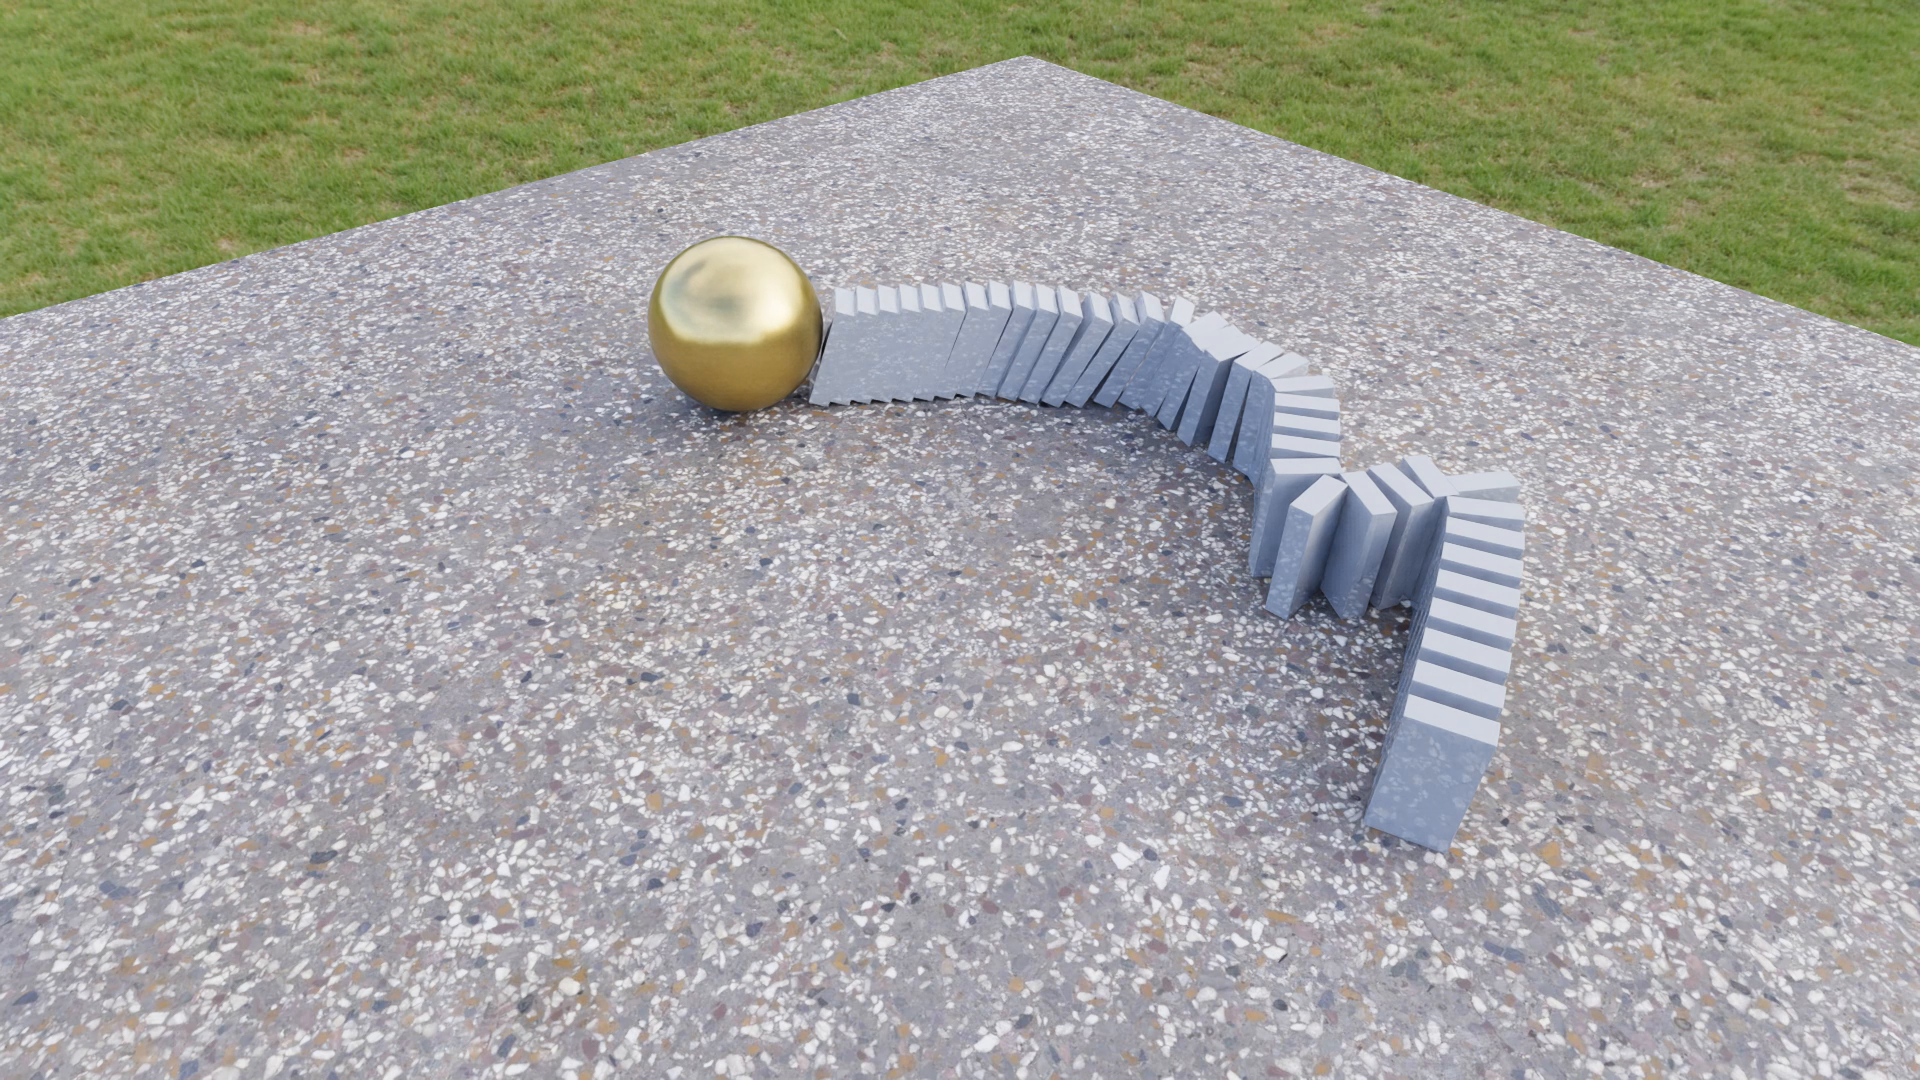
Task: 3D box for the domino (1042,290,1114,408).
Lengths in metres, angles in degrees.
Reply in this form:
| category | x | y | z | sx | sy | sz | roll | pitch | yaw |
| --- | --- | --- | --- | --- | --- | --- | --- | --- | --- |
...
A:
| category | x | y | z | sx | sy | sz | roll | pitch | yaw |
| --- | --- | --- | --- | --- | --- | --- | --- | --- | --- |
| domino | 0.054 | -0.090 | 0.523 | 0.010 | 0.050 | 0.025 | 20 | 36 | -18 |

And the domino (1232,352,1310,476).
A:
| category | x | y | z | sx | sy | sz | roll | pitch | yaw |
| --- | --- | --- | --- | --- | --- | --- | --- | --- | --- |
| domino | 0.135 | -0.054 | 0.478 | 0.025 | 0.050 | 0.009 | -26 | 47 | -28 |

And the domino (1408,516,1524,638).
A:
| category | x | y | z | sx | sy | sz | roll | pitch | yaw |
| --- | --- | --- | --- | --- | --- | --- | --- | --- | --- |
| domino | 0.179 | 0.017 | 0.391 | 0.025 | 0.050 | 0.009 | 15 | 42 | 17 |

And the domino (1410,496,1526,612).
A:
| category | x | y | z | sx | sy | sz | roll | pitch | yaw |
| --- | --- | --- | --- | --- | --- | --- | --- | --- | --- |
| domino | 0.184 | 0.008 | 0.402 | 0.025 | 0.050 | 0.009 | 7 | 40 | 9 |

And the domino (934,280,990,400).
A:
| category | x | y | z | sx | sy | sz | roll | pitch | yaw |
| --- | --- | --- | --- | --- | --- | --- | --- | --- | --- |
| domino | -0.001 | -0.095 | 0.528 | 0.009 | 0.050 | 0.025 | 12 | 36 | -17 |

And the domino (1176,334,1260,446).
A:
| category | x | y | z | sx | sy | sz | roll | pitch | yaw |
| --- | --- | --- | --- | --- | --- | --- | --- | --- | --- |
| domino | 0.115 | -0.066 | 0.492 | 0.025 | 0.050 | 0.010 | -22 | 55 | -25 |

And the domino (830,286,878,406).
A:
| category | x | y | z | sx | sy | sz | roll | pitch | yaw |
| --- | --- | --- | --- | --- | --- | --- | --- | --- | --- |
| domino | -0.051 | -0.092 | 0.524 | 0.010 | 0.050 | 0.025 | 12 | 37 | -16 |

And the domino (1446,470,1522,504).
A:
| category | x | y | z | sx | sy | sz | roll | pitch | yaw |
| --- | --- | --- | --- | --- | --- | --- | --- | --- | --- |
| domino | 0.190 | -0.002 | 0.414 | 0.025 | 0.050 | 0.009 | -5 | 40 | -6 |

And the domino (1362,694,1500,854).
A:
| category | x | y | z | sx | sy | sz | roll | pitch | yaw |
| --- | --- | --- | --- | --- | --- | --- | --- | --- | --- |
| domino | 0.139 | 0.070 | 0.326 | 0.025 | 0.050 | 0.009 | 17 | 42 | 20 |

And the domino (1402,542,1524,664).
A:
| category | x | y | z | sx | sy | sz | roll | pitch | yaw |
| --- | --- | --- | --- | --- | --- | --- | --- | --- | --- |
| domino | 0.173 | 0.026 | 0.380 | 0.025 | 0.050 | 0.009 | 16 | 42 | 19 |

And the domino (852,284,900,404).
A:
| category | x | y | z | sx | sy | sz | roll | pitch | yaw |
| --- | --- | --- | --- | --- | --- | --- | --- | --- | --- |
| domino | -0.041 | -0.093 | 0.525 | 0.009 | 0.050 | 0.025 | 12 | 37 | -16 |

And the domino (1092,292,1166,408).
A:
| category | x | y | z | sx | sy | sz | roll | pitch | yaw |
| --- | --- | --- | --- | --- | --- | --- | --- | --- | --- |
| domino | 0.079 | -0.090 | 0.522 | 0.010 | 0.050 | 0.025 | 20 | 37 | -15 |

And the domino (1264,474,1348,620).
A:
| category | x | y | z | sx | sy | sz | roll | pitch | yaw |
| --- | --- | --- | --- | --- | --- | --- | --- | --- | --- |
| domino | 0.128 | 0.003 | 0.408 | 0.010 | 0.050 | 0.025 | 30 | 48 | 32 |

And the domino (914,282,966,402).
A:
| category | x | y | z | sx | sy | sz | roll | pitch | yaw |
| --- | --- | --- | --- | --- | --- | --- | --- | --- | --- |
| domino | -0.011 | -0.095 | 0.527 | 0.009 | 0.050 | 0.025 | 12 | 37 | -16 |

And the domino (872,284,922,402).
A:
| category | x | y | z | sx | sy | sz | roll | pitch | yaw |
| --- | --- | --- | --- | --- | --- | --- | --- | --- | --- |
| domino | -0.031 | -0.094 | 0.526 | 0.009 | 0.050 | 0.025 | 12 | 37 | -16 |

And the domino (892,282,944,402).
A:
| category | x | y | z | sx | sy | sz | roll | pitch | yaw |
| --- | --- | --- | --- | --- | --- | --- | --- | --- | --- |
| domino | -0.021 | -0.094 | 0.526 | 0.009 | 0.050 | 0.025 | 12 | 37 | -16 |

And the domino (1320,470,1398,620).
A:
| category | x | y | z | sx | sy | sz | roll | pitch | yaw |
| --- | --- | --- | --- | --- | --- | --- | --- | --- | --- |
| domino | 0.146 | 0.002 | 0.409 | 0.009 | 0.050 | 0.025 | -7 | 40 | -9 |

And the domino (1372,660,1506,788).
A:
| category | x | y | z | sx | sy | sz | roll | pitch | yaw |
| --- | --- | --- | --- | --- | --- | --- | --- | --- | --- |
| domino | 0.146 | 0.061 | 0.337 | 0.025 | 0.050 | 0.009 | 18 | 43 | 20 |

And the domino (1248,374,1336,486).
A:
| category | x | y | z | sx | sy | sz | roll | pitch | yaw |
| --- | --- | --- | --- | --- | --- | --- | --- | --- | --- |
| domino | 0.140 | -0.045 | 0.466 | 0.025 | 0.050 | 0.009 | -5 | 41 | -6 |

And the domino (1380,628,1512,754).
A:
| category | x | y | z | sx | sy | sz | roll | pitch | yaw |
| --- | --- | --- | --- | --- | --- | --- | --- | --- | --- |
| domino | 0.153 | 0.052 | 0.347 | 0.025 | 0.050 | 0.009 | 18 | 43 | 20 |

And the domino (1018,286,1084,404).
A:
| category | x | y | z | sx | sy | sz | roll | pitch | yaw |
| --- | --- | --- | --- | --- | --- | --- | --- | --- | --- |
| domino | 0.042 | -0.093 | 0.525 | 0.009 | 0.050 | 0.025 | 17 | 37 | -15 |

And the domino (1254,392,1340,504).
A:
| category | x | y | z | sx | sy | sz | roll | pitch | yaw |
| --- | --- | --- | --- | --- | --- | --- | --- | --- | --- |
| domino | 0.139 | -0.036 | 0.455 | 0.025 | 0.050 | 0.009 | 8 | 40 | 9 |

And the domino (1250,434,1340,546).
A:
| category | x | y | z | sx | sy | sz | roll | pitch | yaw |
| --- | --- | --- | --- | --- | --- | --- | --- | --- | --- |
| domino | 0.131 | -0.017 | 0.432 | 0.025 | 0.050 | 0.009 | 9 | 40 | 11 |

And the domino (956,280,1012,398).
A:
| category | x | y | z | sx | sy | sz | roll | pitch | yaw |
| --- | --- | --- | --- | --- | --- | --- | --- | --- | --- |
| domino | 0.010 | -0.096 | 0.529 | 0.010 | 0.050 | 0.025 | 15 | 37 | -14 |

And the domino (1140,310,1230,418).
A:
| category | x | y | z | sx | sy | sz | roll | pitch | yaw |
| --- | --- | --- | --- | --- | --- | --- | --- | --- | --- |
| domino | 0.104 | -0.081 | 0.510 | 0.025 | 0.050 | 0.010 | -33 | 70 | -33 |

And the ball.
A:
| category | x | y | z | sx | sy | sz | roll | pitch | yaw |
| --- | --- | --- | --- | --- | --- | --- | --- | --- | --- |
| ball | -0.104 | -0.100 | 0.509 | 0.080 | 0.080 | 0.080 | 0 | 39 | 0 |

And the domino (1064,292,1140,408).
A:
| category | x | y | z | sx | sy | sz | roll | pitch | yaw |
| --- | --- | --- | --- | --- | --- | --- | --- | --- | --- |
| domino | 0.066 | -0.090 | 0.522 | 0.010 | 0.050 | 0.025 | 22 | 35 | -19 |

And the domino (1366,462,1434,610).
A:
| category | x | y | z | sx | sy | sz | roll | pitch | yaw |
| --- | --- | --- | --- | --- | --- | --- | --- | --- | --- |
| domino | 0.159 | -0.001 | 0.413 | 0.010 | 0.050 | 0.025 | -13 | 41 | -16 |

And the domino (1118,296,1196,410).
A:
| category | x | y | z | sx | sy | sz | roll | pitch | yaw |
| --- | --- | --- | --- | --- | --- | --- | --- | --- | --- |
| domino | 0.093 | -0.088 | 0.519 | 0.010 | 0.050 | 0.025 | 27 | 42 | -3 |

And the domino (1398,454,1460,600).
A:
| category | x | y | z | sx | sy | sz | roll | pitch | yaw |
| --- | --- | --- | --- | --- | --- | --- | --- | --- | --- |
| domino | 0.172 | -0.004 | 0.417 | 0.009 | 0.050 | 0.025 | -5 | 40 | -6 |

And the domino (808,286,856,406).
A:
| category | x | y | z | sx | sy | sz | roll | pitch | yaw |
| --- | --- | --- | --- | --- | --- | --- | --- | --- | --- |
| domino | -0.061 | -0.092 | 0.523 | 0.009 | 0.050 | 0.025 | 12 | 37 | -16 |

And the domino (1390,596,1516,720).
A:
| category | x | y | z | sx | sy | sz | roll | pitch | yaw |
| --- | --- | --- | --- | --- | --- | --- | --- | --- | --- |
| domino | 0.160 | 0.044 | 0.358 | 0.025 | 0.050 | 0.010 | 17 | 42 | 20 |

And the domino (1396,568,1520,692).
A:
| category | x | y | z | sx | sy | sz | roll | pitch | yaw |
| --- | --- | --- | --- | --- | --- | --- | --- | --- | --- |
| domino | 0.166 | 0.035 | 0.369 | 0.025 | 0.050 | 0.009 | 17 | 42 | 19 |

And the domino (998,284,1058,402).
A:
| category | x | y | z | sx | sy | sz | roll | pitch | yaw |
| --- | --- | --- | --- | --- | --- | --- | --- | --- | --- |
| domino | 0.031 | -0.094 | 0.527 | 0.010 | 0.050 | 0.025 | 16 | 37 | -15 |

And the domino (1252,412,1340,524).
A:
| category | x | y | z | sx | sy | sz | roll | pitch | yaw |
| --- | --- | --- | --- | --- | --- | --- | --- | --- | --- |
| domino | 0.135 | -0.026 | 0.443 | 0.025 | 0.050 | 0.010 | 10 | 40 | 12 |

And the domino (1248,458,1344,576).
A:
| category | x | y | z | sx | sy | sz | roll | pitch | yaw |
| --- | --- | --- | --- | --- | --- | --- | --- | --- | --- |
| domino | 0.128 | -0.008 | 0.421 | 0.025 | 0.050 | 0.010 | -1 | 39 | -1 |

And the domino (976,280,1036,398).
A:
| category | x | y | z | sx | sy | sz | roll | pitch | yaw |
| --- | --- | --- | --- | --- | --- | --- | --- | --- | --- |
| domino | 0.021 | -0.097 | 0.529 | 0.010 | 0.050 | 0.025 | 16 | 37 | -15 |

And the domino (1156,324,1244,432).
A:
| category | x | y | z | sx | sy | sz | roll | pitch | yaw |
| --- | --- | --- | --- | --- | --- | --- | --- | --- | --- |
| domino | 0.109 | -0.073 | 0.500 | 0.025 | 0.050 | 0.009 | -22 | 61 | -25 |

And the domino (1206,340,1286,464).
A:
| category | x | y | z | sx | sy | sz | roll | pitch | yaw |
| --- | --- | --- | --- | --- | --- | --- | --- | --- | --- |
| domino | 0.126 | -0.060 | 0.484 | 0.025 | 0.050 | 0.009 | -32 | 55 | -33 |
